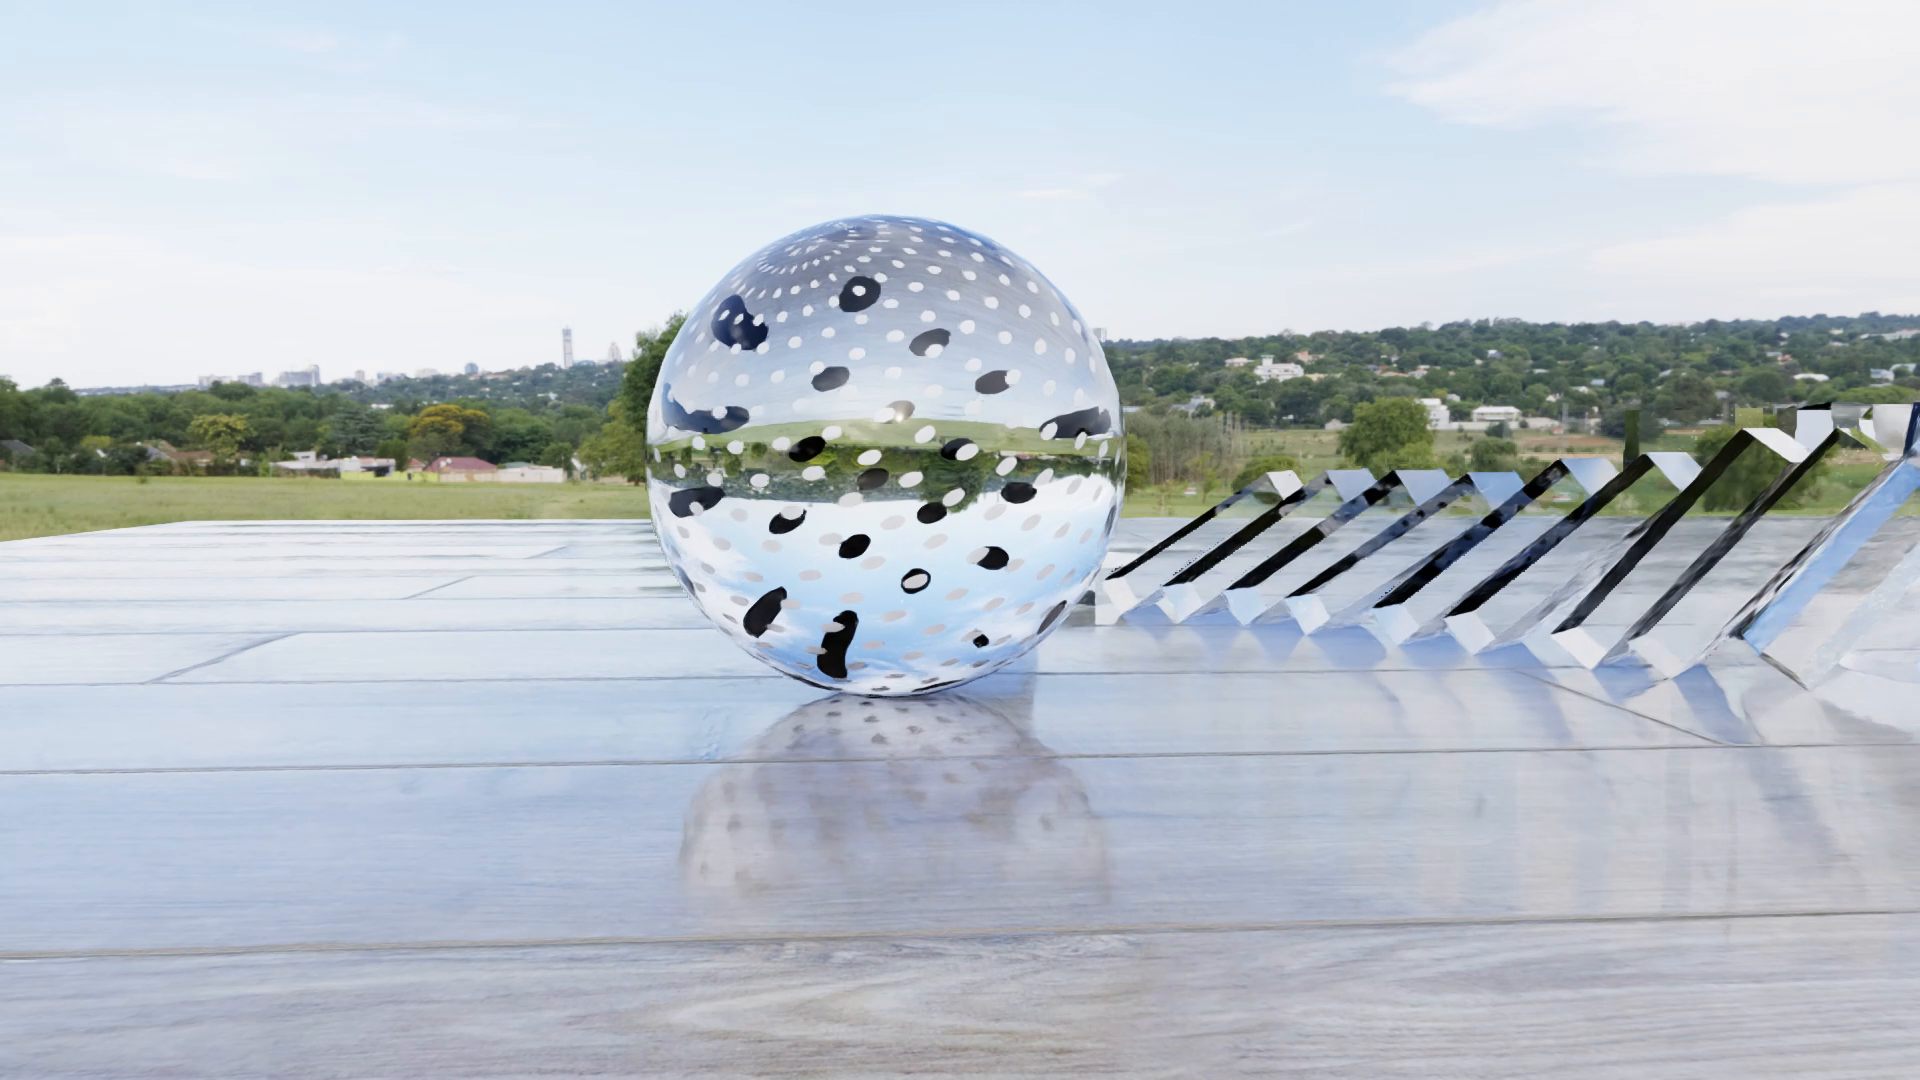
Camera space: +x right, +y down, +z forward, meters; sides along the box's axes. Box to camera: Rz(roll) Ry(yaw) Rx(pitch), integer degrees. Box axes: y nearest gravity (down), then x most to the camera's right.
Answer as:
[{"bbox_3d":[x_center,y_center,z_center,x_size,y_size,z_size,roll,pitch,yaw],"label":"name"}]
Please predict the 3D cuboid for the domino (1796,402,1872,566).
[{"bbox_3d":[0.193,-0.004,0.274,0.025,0.050,0.009,-1,-3,-18],"label":"domino"}]

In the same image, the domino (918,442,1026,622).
[{"bbox_3d":[0.004,-0.003,0.319,0.025,0.050,0.009,0,-39,3],"label":"domino"}]

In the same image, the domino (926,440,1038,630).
[{"bbox_3d":[0.005,-0.002,0.306,0.025,0.050,0.009,-1,-39,2],"label":"domino"}]

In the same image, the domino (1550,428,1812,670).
[{"bbox_3d":[0.135,0.002,0.240,0.025,0.050,0.009,-5,44,-45],"label":"domino"}]

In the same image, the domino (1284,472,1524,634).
[{"bbox_3d":[0.098,0.003,0.281,0.025,0.009,0.050,-4,-29,-46],"label":"domino"}]

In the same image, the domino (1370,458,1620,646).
[{"bbox_3d":[0.112,0.003,0.266,0.025,0.009,0.050,-4,-35,-45],"label":"domino"}]

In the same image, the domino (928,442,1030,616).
[{"bbox_3d":[0.005,-0.004,0.332,0.025,0.050,0.010,0,-39,3],"label":"domino"}]

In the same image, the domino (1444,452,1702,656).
[{"bbox_3d":[0.123,0.003,0.254,0.025,0.009,0.050,-4,-37,-45],"label":"domino"}]

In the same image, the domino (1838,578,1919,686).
[{"bbox_3d":[0.177,0.002,0.228,0.009,0.050,0.025,31,2,-5],"label":"domino"}]

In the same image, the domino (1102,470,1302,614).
[{"bbox_3d":[0.062,0.001,0.321,0.050,0.009,0.025,-36,-13,26],"label":"domino"}]

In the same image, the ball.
[{"bbox_3d":[-0.012,-0.014,0.216,0.080,0.080,0.080,0,4,0],"label":"ball"}]

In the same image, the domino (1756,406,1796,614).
[{"bbox_3d":[0.177,-0.004,0.286,0.009,0.050,0.025,0,4,20],"label":"domino"}]

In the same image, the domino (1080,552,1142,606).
[{"bbox_3d":[0.041,0.011,0.364,0.025,0.009,0.050,3,5,38],"label":"domino"}]

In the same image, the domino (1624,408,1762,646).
[{"bbox_3d":[0.160,-0.004,0.282,0.009,0.050,0.025,-4,5,-27],"label":"domino"}]

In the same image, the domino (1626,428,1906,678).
[{"bbox_3d":[0.146,0.002,0.233,0.025,0.050,0.010,-5,44,-49],"label":"domino"}]

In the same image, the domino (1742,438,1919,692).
[{"bbox_3d":[0.161,0.002,0.225,0.009,0.050,0.025,39,21,16],"label":"domino"}]

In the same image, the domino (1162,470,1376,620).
[{"bbox_3d":[0.075,0.001,0.305,0.050,0.009,0.025,-40,-21,34],"label":"domino"}]

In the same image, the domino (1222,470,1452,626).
[{"bbox_3d":[0.087,0.002,0.292,0.025,0.010,0.050,-4,-30,-47],"label":"domino"}]

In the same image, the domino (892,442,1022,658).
[{"bbox_3d":[0.000,0.001,0.267,0.025,0.050,0.009,0,-39,3],"label":"domino"}]

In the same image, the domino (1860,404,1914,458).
[{"bbox_3d":[0.196,-0.002,0.255,0.025,0.050,0.009,2,-14,22],"label":"domino"}]

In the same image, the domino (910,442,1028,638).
[{"bbox_3d":[0.003,-0.001,0.293,0.025,0.050,0.009,0,-39,3],"label":"domino"}]

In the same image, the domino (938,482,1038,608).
[{"bbox_3d":[0.007,0.000,0.352,0.025,0.009,0.050,-3,30,0],"label":"domino"}]

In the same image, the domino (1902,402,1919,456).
[{"bbox_3d":[0.190,-0.001,0.240,0.025,0.050,0.009,8,-15,47],"label":"domino"}]

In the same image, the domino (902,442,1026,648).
[{"bbox_3d":[0.002,0.000,0.280,0.025,0.050,0.009,0,-39,3],"label":"domino"}]
